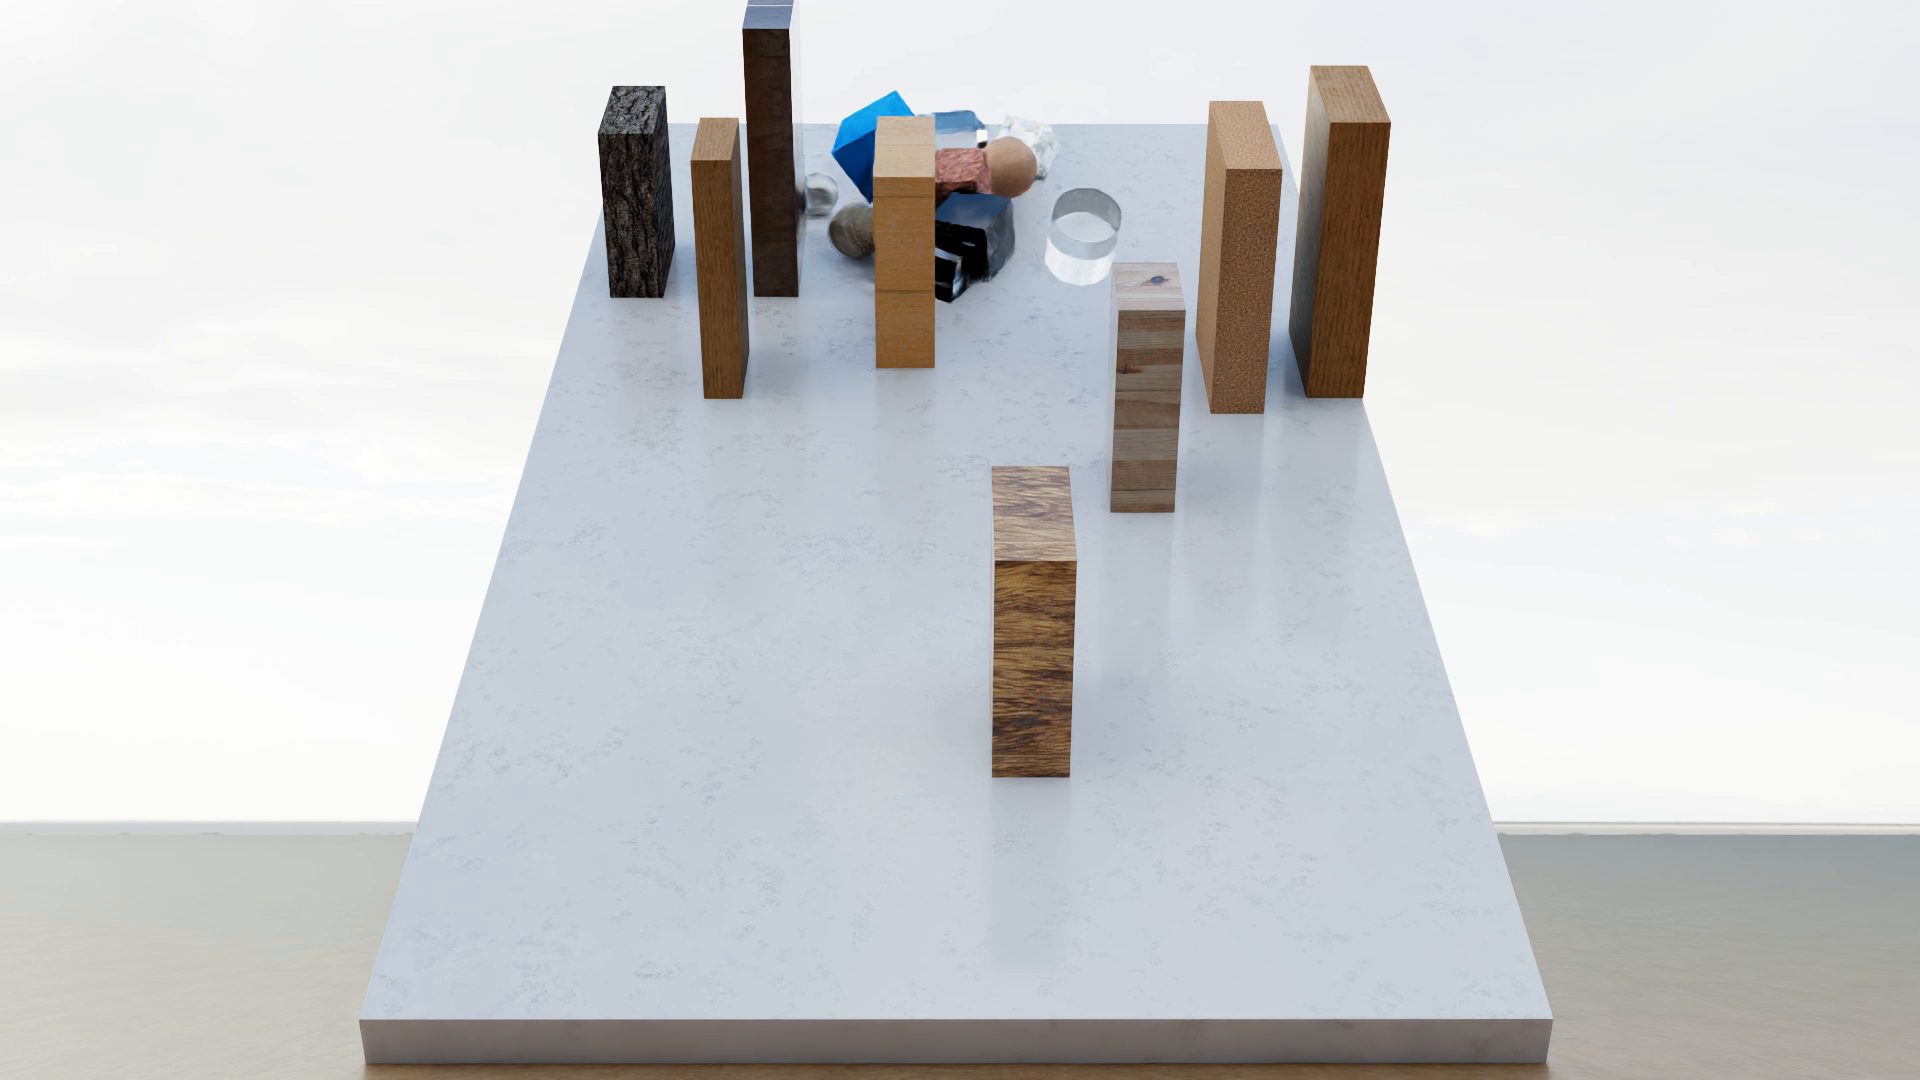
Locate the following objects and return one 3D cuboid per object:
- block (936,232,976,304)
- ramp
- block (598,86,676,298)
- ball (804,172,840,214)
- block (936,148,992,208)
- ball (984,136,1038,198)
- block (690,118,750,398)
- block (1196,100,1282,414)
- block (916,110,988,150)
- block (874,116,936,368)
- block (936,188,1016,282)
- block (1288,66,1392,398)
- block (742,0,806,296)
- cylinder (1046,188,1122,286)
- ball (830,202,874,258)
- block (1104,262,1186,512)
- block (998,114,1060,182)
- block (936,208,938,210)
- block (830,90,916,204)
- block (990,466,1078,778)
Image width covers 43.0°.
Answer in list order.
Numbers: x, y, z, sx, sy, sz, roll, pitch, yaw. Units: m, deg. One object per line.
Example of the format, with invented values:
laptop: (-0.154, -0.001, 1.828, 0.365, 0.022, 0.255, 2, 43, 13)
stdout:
block: (-0.045, -0.721, 6.442, 0.122, 0.122, 0.122, 20, 36, 17)
ramp: (-0.014, -0.197, 5.811, 2.000, 0.100, 4.000, 0, 31, 0)
block: (-0.854, -0.925, 6.460, 0.140, 0.461, 0.340, 0, 31, 0)
ball: (-0.401, -0.978, 6.878, 0.119, 0.119, 0.119, 0, -7, 0)
block: (-0.023, -0.948, 6.696, 0.186, 0.186, 0.186, -1, 37, 11)
ball: (0.133, -1.050, 6.870, 0.172, 0.172, 0.172, 0, -7, 0)
block: (-0.579, -0.680, 5.904, 0.093, 0.624, 0.266, 0, 31, 0)
block: (0.671, -0.687, 5.913, 0.129, 0.635, 0.426, 0, 31, 0)
block: (-0.024, -1.138, 7.096, 0.168, 0.168, 0.168, -8, 32, -14)
block: (-0.137, -0.750, 6.129, 0.147, 0.513, 0.386, 0, 31, 0)
block: (0.035, -0.817, 6.532, 0.166, 0.166, 0.166, 14, 43, 22)
block: (0.919, -0.750, 5.940, 0.140, 0.716, 0.372, 0, 31, 0)
block: (-0.485, -1.067, 6.431, 0.118, 0.737, 0.422, 0, 31, 0)
cylinder: (0.328, -0.806, 6.477, 0.184, 0.184, 0.184, 1, -31, -5)
ball: (-0.281, -0.844, 6.629, 0.150, 0.150, 0.150, 0, -7, 0)
block: (0.411, -0.340, 5.467, 0.145, 0.506, 0.241, 0, 31, 0)
block: (0.190, -1.139, 7.084, 0.130, 0.130, 0.130, 17, -8, 25)
block: (-0.123, -0.812, 6.578, 0.144, 0.144, 0.144, 13, 32, 22)
block: (-0.208, -1.060, 6.571, 0.181, 0.181, 0.181, -24, -59, 27)
block: (0.135, 0.155, 4.670, 0.149, 0.487, 0.346, 0, 31, 0)
